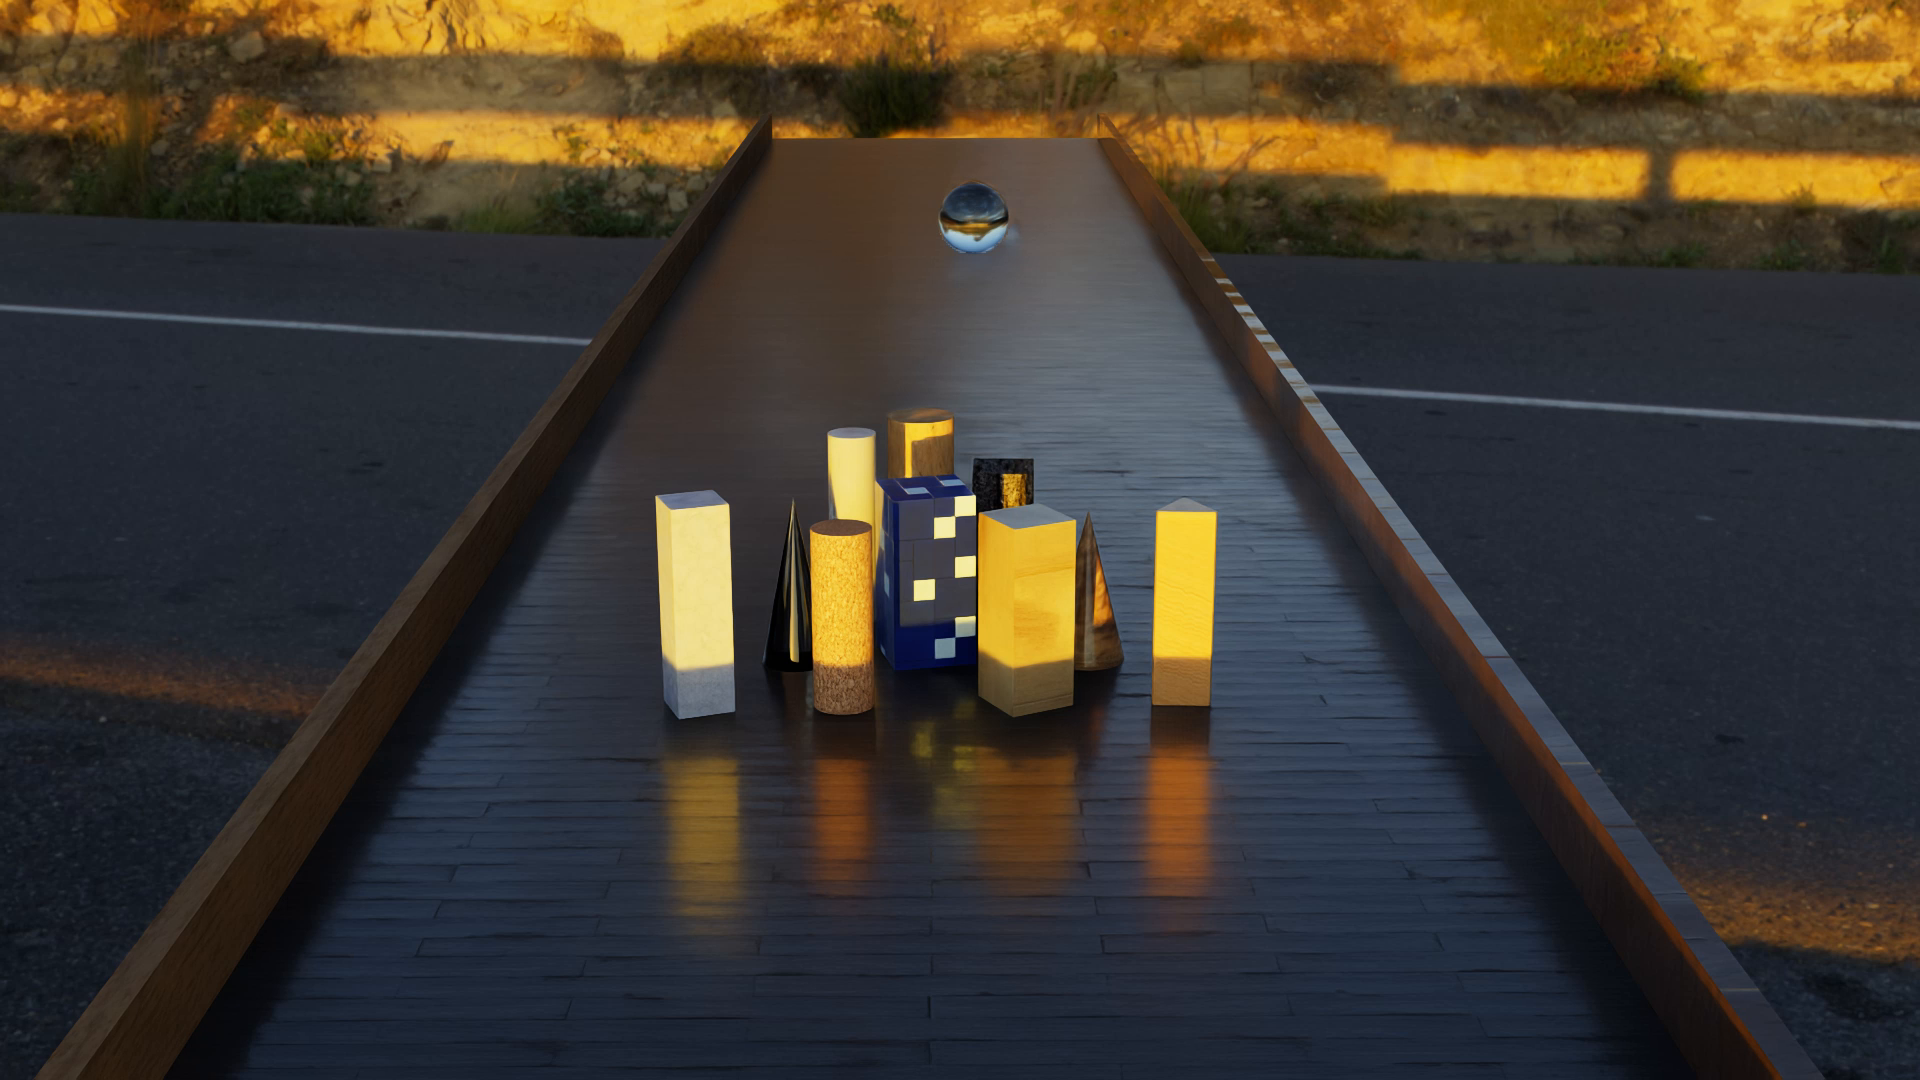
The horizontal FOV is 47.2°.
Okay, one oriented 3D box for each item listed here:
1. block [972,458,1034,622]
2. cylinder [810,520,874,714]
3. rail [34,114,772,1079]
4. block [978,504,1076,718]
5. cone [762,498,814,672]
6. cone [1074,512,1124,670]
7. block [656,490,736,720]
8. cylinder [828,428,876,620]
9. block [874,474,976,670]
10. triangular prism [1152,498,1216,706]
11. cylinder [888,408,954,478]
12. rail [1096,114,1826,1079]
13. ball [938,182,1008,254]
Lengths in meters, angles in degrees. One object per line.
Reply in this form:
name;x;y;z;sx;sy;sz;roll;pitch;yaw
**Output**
block;0.091;0.001;4.652;0.127;0.325;0.127;0;17;2
cylinder;-0.220;0.144;4.129;0.115;0.349;0.115;0;17;0
rail;-1.118;-0.838;7.780;0.050;0.150;12.000;0;17;-1
block;0.125;0.131;4.145;0.132;0.366;0.132;-9;19;-28
cone;-0.328;0.079;4.366;0.137;0.340;0.137;0;17;0
cone;0.254;0.088;4.387;0.155;0.310;0.155;0;17;0
block;-0.494;0.120;4.112;0.109;0.405;0.109;-6;18;-21
cylinder;-0.224;-0.029;4.615;0.100;0.403;0.100;0;17;0
block;-0.070;0.063;4.403;0.167;0.348;0.167;-4;17;-14
triangular prism;0.422;0.116;4.166;0.110;0.382;0.095;1;17;3
cylinder;-0.087;-0.097;4.906;0.148;0.369;0.148;0;17;0
rail;0.932;-0.844;7.801;0.050;0.150;12.000;0;17;-1
ball;0.057;-1.360;9.276;0.298;0.298;0.298;0;17;0
